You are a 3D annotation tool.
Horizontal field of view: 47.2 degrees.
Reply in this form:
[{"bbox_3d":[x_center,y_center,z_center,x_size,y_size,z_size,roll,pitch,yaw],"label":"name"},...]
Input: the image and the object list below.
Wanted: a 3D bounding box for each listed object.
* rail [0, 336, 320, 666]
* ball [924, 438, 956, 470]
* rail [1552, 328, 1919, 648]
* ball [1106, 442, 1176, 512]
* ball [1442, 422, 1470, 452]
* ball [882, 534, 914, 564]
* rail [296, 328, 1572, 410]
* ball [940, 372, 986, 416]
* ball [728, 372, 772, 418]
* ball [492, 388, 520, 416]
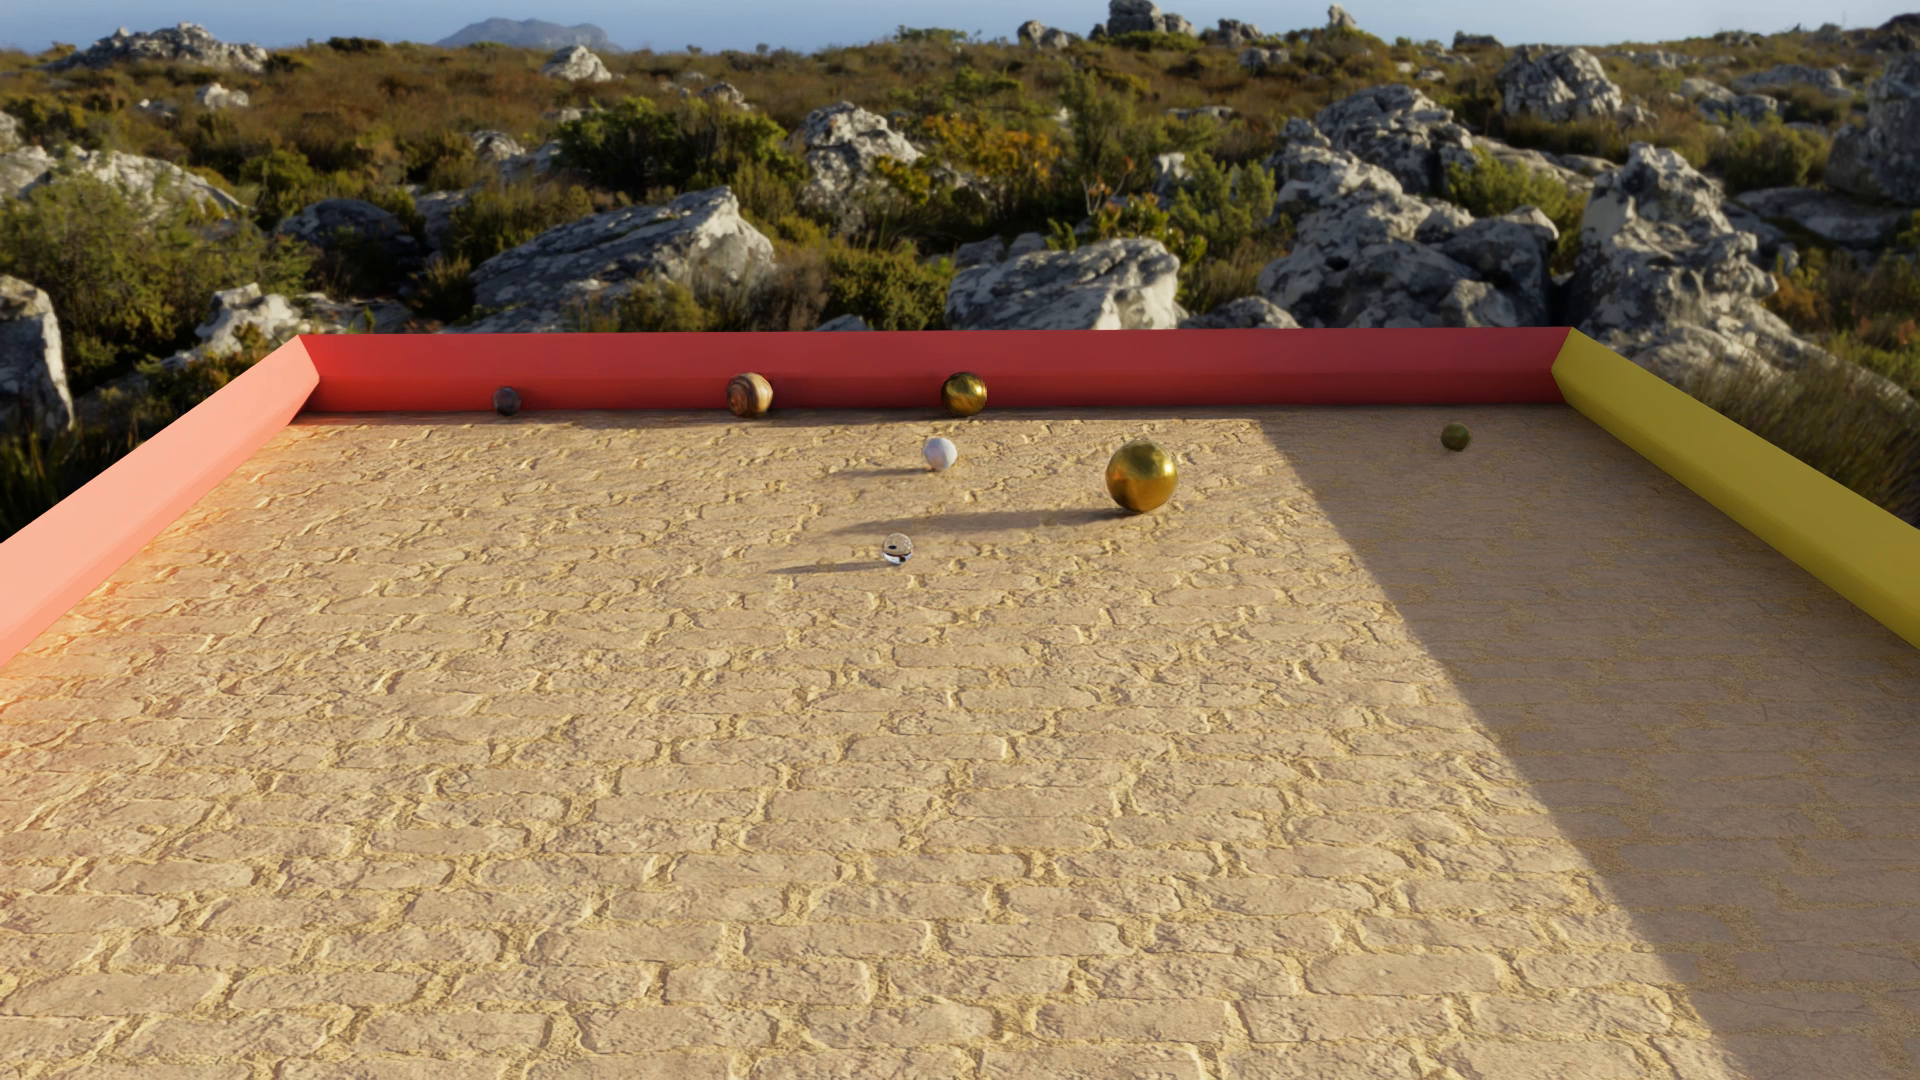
[{"bbox_3d":[-1.019,0.231,1.869,0.045,0.129,3.787,-1,16,-2],"label":"rail"},{"bbox_3d":[-0.030,-0.130,3.304,0.049,0.049,0.049,0,16,0],"label":"ball"},{"bbox_3d":[1.084,0.211,1.938,0.045,0.129,3.787,-1,16,-2],"label":"rail"},{"bbox_3d":[0.252,-0.088,3.063,0.099,0.099,0.099,0,16,0],"label":"ball"},{"bbox_3d":[0.771,-0.160,3.422,0.045,0.045,0.045,0,16,0],"label":"ball"},{"bbox_3d":[-0.080,0.011,2.819,0.040,0.040,0.040,0,16,0],"label":"ball"},{"bbox_3d":[-0.031,-0.284,3.702,2.152,0.129,0.045,-1,16,-2],"label":"rail"},{"bbox_3d":[0.005,-0.242,3.659,0.074,0.074,0.074,0,16,0],"label":"ball"},{"bbox_3d":[-0.348,-0.240,3.648,0.076,0.076,0.076,0,16,0],"label":"ball"},{"bbox_3d":[-0.756,-0.230,3.667,0.046,0.046,0.046,0,16,0],"label":"ball"}]
